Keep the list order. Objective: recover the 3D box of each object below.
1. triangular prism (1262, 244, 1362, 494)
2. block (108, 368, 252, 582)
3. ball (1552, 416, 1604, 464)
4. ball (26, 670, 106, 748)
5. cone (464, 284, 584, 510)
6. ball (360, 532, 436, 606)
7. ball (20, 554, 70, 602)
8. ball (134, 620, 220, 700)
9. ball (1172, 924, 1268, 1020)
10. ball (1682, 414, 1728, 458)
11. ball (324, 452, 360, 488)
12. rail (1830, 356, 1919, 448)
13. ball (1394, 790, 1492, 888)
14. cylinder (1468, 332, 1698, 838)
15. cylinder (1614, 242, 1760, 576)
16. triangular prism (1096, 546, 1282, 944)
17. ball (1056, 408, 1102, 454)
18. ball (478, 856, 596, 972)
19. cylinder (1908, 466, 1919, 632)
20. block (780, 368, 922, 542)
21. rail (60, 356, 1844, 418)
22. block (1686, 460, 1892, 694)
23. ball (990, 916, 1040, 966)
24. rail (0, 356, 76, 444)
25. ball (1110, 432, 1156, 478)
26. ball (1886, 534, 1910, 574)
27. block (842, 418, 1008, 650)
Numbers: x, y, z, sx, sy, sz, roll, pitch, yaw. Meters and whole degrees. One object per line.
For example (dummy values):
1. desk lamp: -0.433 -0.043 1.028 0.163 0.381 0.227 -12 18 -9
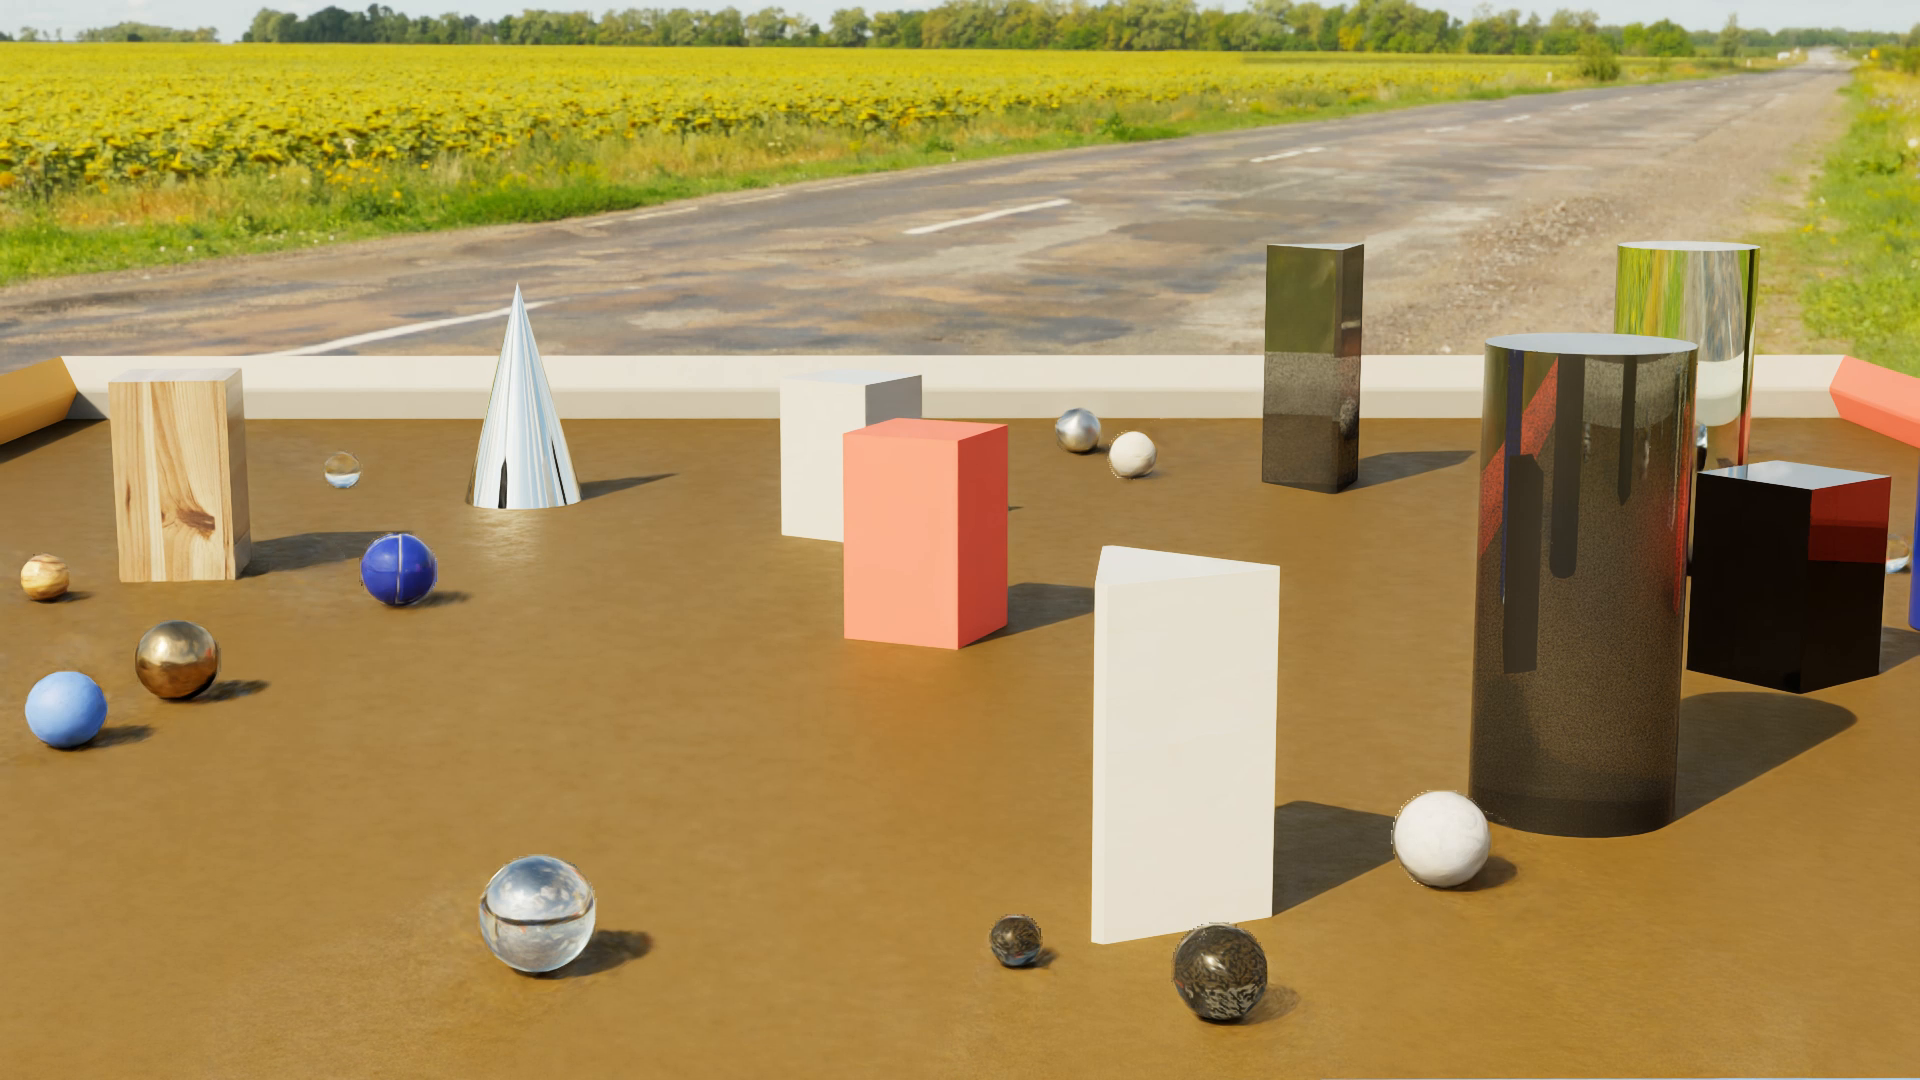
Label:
1. triangular prism: 0.648 -0.306 4.495 0.150 0.419 0.173 -8 13 -38
2. block: -1.130 -0.097 3.728 0.160 0.287 0.160 -1 11 -7
3. ball: 1.144 -0.186 4.748 0.091 0.091 0.091 0 10 0
4. ball: -0.966 0.183 2.775 0.083 0.083 0.083 0 10 0
5. cone: -0.742 -0.251 4.335 0.200 0.369 0.200 0 10 0
6. ball: -0.766 0.040 3.499 0.100 0.100 0.100 0 10 0
7. ball: -1.260 0.052 3.534 0.064 0.064 0.064 0 10 0
8. ball: -0.909 0.139 2.980 0.095 0.095 0.095 0 10 0
9. ball: 0.201 0.334 1.983 0.074 0.074 0.074 0 10 0
10. ball: 1.401 -0.196 4.820 0.084 0.084 0.084 0 10 0
11. ball: -1.079 -0.122 4.483 0.062 0.062 0.062 0 10 0
12. rail: 1.838 0.032 3.459 0.045 0.130 3.891 0 10 0
13. ball: 0.433 0.268 2.304 0.086 0.086 0.086 0 10 0
14. cylinder: 0.606 0.039 2.508 0.200 0.463 0.200 0 10 0
15. cylinder: 1.057 -0.196 3.765 0.200 0.469 0.200 0 10 0
16. triangular prism: 0.162 0.169 2.232 0.173 0.308 0.150 -5 12 -25
17. ball: 0.225 -0.208 4.881 0.087 0.087 0.087 0 10 0
18. ball: -0.344 0.304 2.087 0.094 0.094 0.094 0 10 0
19. cylinder: 1.349 -0.121 3.320 0.200 0.482 0.200 0 10 0
20. block: -0.170 -0.134 4.039 0.160 0.247 0.160 6 12 31
21. rail: -0.011 -0.316 5.338 3.723 0.130 0.045 0 10 0
22. block: 1.000 0.041 3.099 0.160 0.244 0.160 -8 13 -37
23. ball: 0.045 0.328 2.102 0.042 0.042 0.042 0 10 0
24. rail: -1.838 0.035 3.438 0.045 0.130 3.891 0 10 0
25. ball: 0.309 -0.151 4.581 0.084 0.084 0.084 0 10 0
26. ball: 1.347 0.020 3.725 0.059 0.059 0.059 0 10 0
27. block: -0.043 -0.012 3.324 0.160 0.266 0.160 5 11 24
